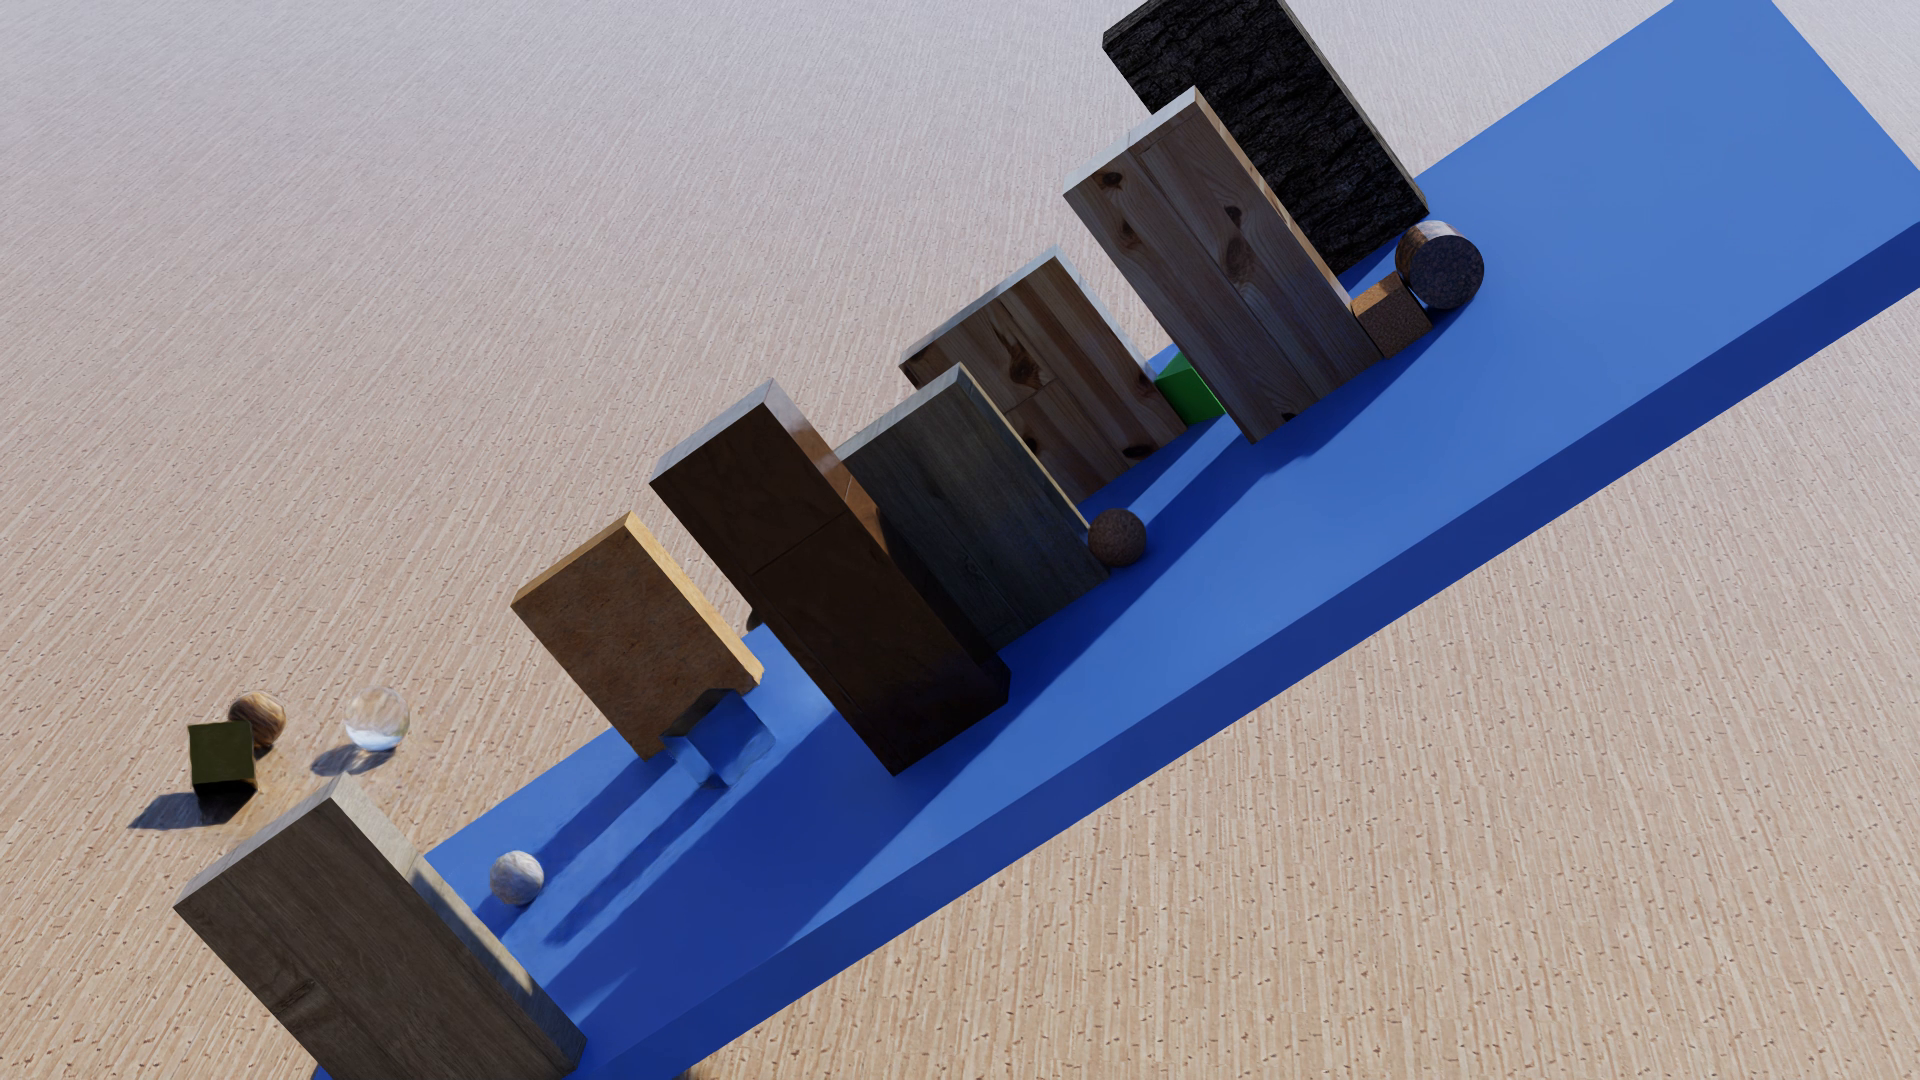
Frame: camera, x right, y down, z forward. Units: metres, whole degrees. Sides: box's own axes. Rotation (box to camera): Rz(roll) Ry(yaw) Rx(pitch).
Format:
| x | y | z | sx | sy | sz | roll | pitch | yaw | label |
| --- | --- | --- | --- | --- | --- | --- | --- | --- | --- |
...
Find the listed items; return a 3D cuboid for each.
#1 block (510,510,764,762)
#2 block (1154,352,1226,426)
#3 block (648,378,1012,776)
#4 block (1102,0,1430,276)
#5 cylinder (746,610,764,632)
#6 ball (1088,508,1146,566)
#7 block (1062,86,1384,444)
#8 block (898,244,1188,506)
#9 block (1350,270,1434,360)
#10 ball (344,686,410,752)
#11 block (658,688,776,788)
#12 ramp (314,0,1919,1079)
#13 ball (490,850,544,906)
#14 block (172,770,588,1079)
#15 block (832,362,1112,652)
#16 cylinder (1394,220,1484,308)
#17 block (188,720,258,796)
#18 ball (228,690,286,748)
| x | y | z | sx | sy | sz | roll | pitch | yaw | label |
| --- | --- | --- | --- | --- | --- | --- | --- | --- | --- |
| -0.774 | 0.234 | 7.070 | 0.359 | 0.508 | 0.097 | -34 | 16 | 16 | block |
| 0.538 | -0.354 | 6.467 | 0.129 | 0.129 | 0.129 | -18 | 26 | 53 | block |
| -0.250 | 0.078 | 5.815 | 0.286 | 0.778 | 0.144 | -34 | 16 | 16 | block |
| 0.690 | -0.940 | 6.628 | 0.371 | 0.741 | 0.147 | -34 | 16 | 16 | block |
| -0.534 | 0.304 | 8.986 | 0.196 | 0.196 | 0.196 | -7 | 33 | -16 | cylinder |
| 0.320 | -0.006 | 5.996 | 0.120 | 0.120 | 0.120 | 0 | 23 | 0 | ball |
| 0.541 | -0.560 | 6.036 | 0.328 | 0.664 | 0.130 | -34 | 16 | 16 | block |
| 0.186 | -0.331 | 6.514 | 0.430 | 0.493 | 0.095 | -34 | 16 | 16 | block |
| 0.883 | -0.460 | 6.013 | 0.114 | 0.114 | 0.114 | -35 | 16 | 13 | block |
| -1.688 | 0.517 | 8.520 | 0.190 | 0.190 | 0.190 | 0 | 23 | 0 | ball |
| -0.545 | 0.446 | 6.610 | 0.158 | 0.158 | 0.158 | -46 | 17 | -24 | block |
| 0.129 | 0.179 | 6.321 | 4.000 | 0.100 | 2.000 | -34 | 16 | 16 | ramp |
| -1.028 | 0.783 | 6.816 | 0.125 | 0.125 | 0.125 | 0 | 23 | 0 | ball |
| -1.124 | 0.846 | 5.729 | 0.414 | 0.727 | 0.108 | -34 | 16 | 16 | block |
| 0.002 | -0.041 | 6.061 | 0.384 | 0.523 | 0.123 | -34 | 16 | 16 | block |
| 0.980 | -0.564 | 6.014 | 0.153 | 0.153 | 0.153 | -1 | 17 | -3 | cylinder |
| -2.063 | 0.611 | 8.235 | 0.167 | 0.167 | 0.167 | -5 | -16 | -11 | block |
| -2.043 | 0.521 | 8.542 | 0.166 | 0.166 | 0.166 | 0 | 23 | 0 | ball |
